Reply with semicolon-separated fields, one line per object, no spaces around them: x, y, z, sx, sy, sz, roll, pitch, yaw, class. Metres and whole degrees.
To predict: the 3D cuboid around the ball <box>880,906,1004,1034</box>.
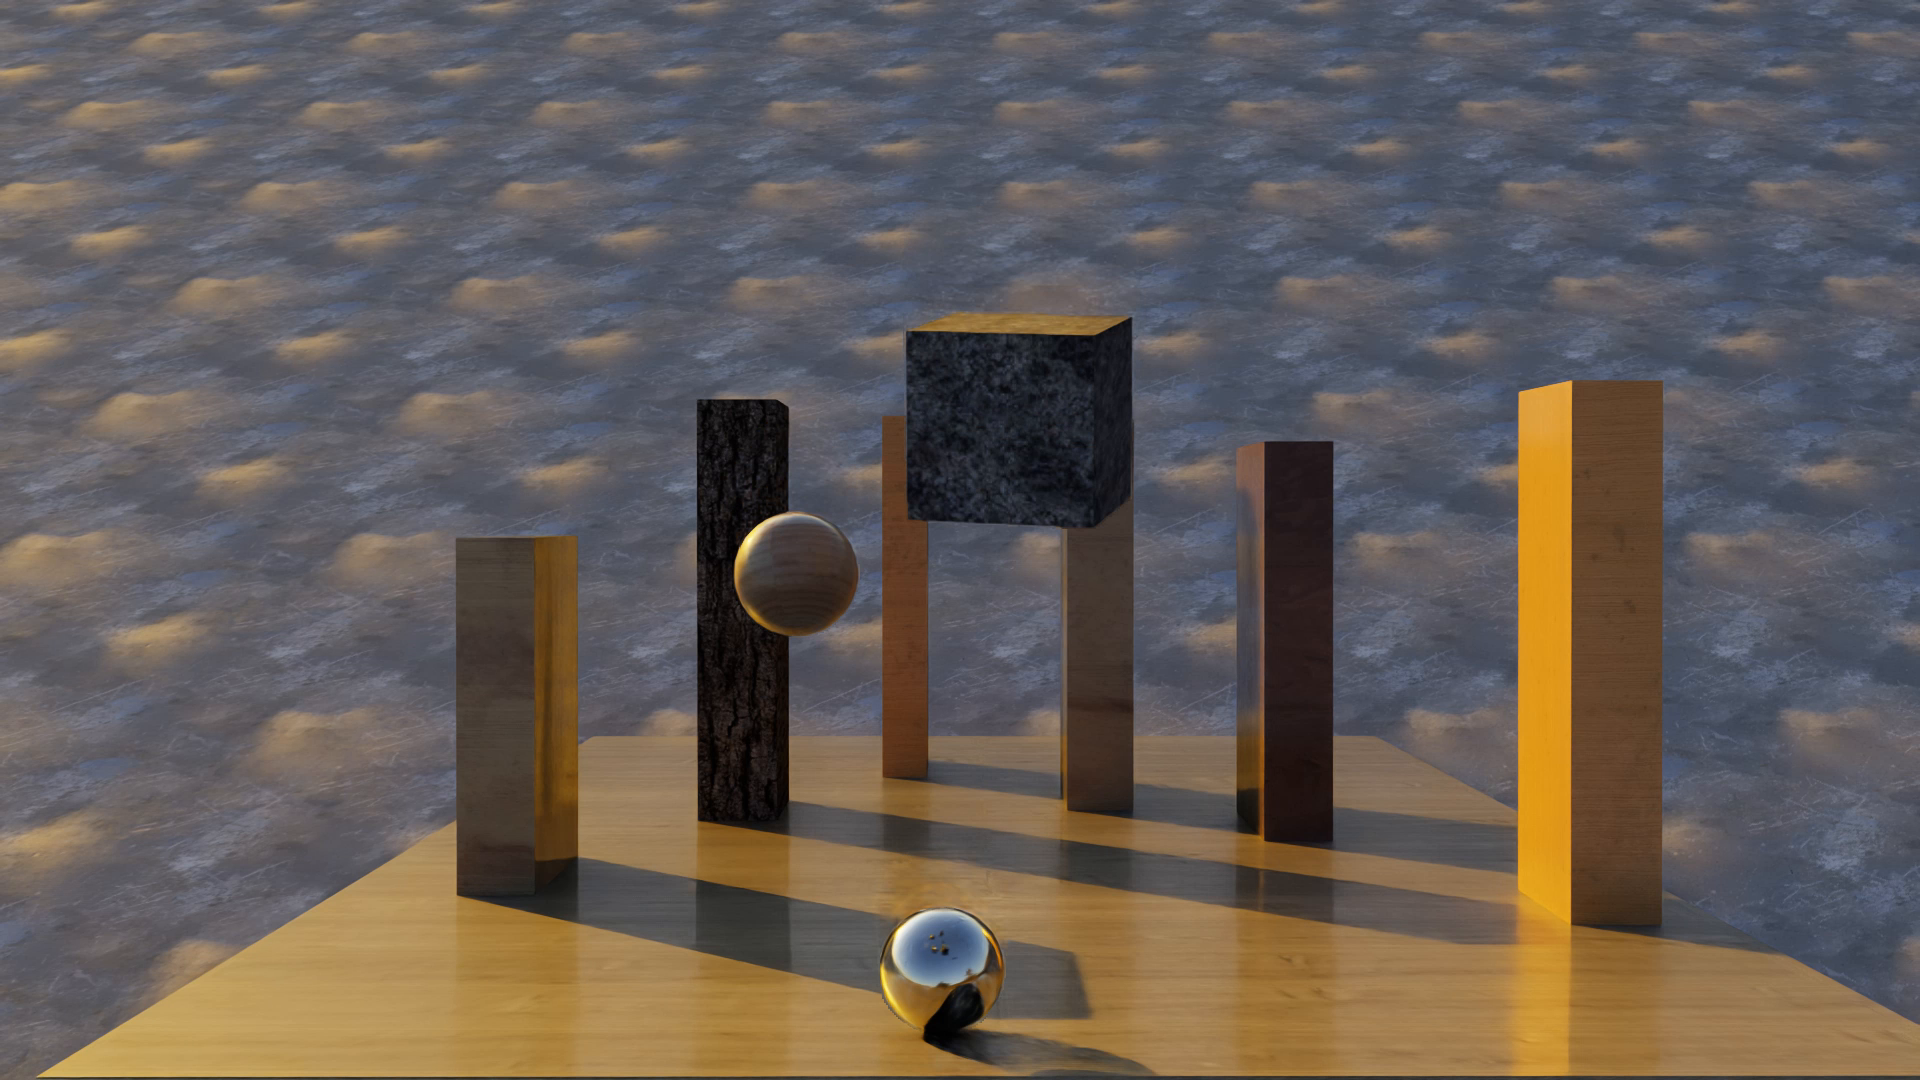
-0.020;0.471;2.835;0.137;0.137;0.137;0;28;0;ball

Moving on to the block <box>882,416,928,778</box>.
-0.120;0.120;5.780;0.095;0.780;0.401;0;1;0;block

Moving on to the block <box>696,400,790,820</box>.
-0.414;0.128;4.961;0.147;0.781;0.346;0;1;0;block

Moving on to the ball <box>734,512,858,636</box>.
-0.151;0.031;2.379;0.114;0.114;0.114;0;28;0;ball

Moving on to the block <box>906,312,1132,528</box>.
0.053;-0.106;2.206;0.159;0.159;0.159;3;11;15;block

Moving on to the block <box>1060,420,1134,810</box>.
0.269;0.143;5.114;0.127;0.748;0.322;0;1;0;block

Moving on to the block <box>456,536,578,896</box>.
-0.693;0.261;4.072;0.116;0.534;0.441;0;1;0;block

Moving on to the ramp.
0.064;0.572;4.614;2.000;0.100;4.000;0;1;0;ramp

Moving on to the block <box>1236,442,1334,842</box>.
0.588;0.174;4.707;0.119;0.694;0.445;0;1;0;block

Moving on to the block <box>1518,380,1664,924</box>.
0.907;0.154;3.739;0.126;0.752;0.337;0;1;0;block
